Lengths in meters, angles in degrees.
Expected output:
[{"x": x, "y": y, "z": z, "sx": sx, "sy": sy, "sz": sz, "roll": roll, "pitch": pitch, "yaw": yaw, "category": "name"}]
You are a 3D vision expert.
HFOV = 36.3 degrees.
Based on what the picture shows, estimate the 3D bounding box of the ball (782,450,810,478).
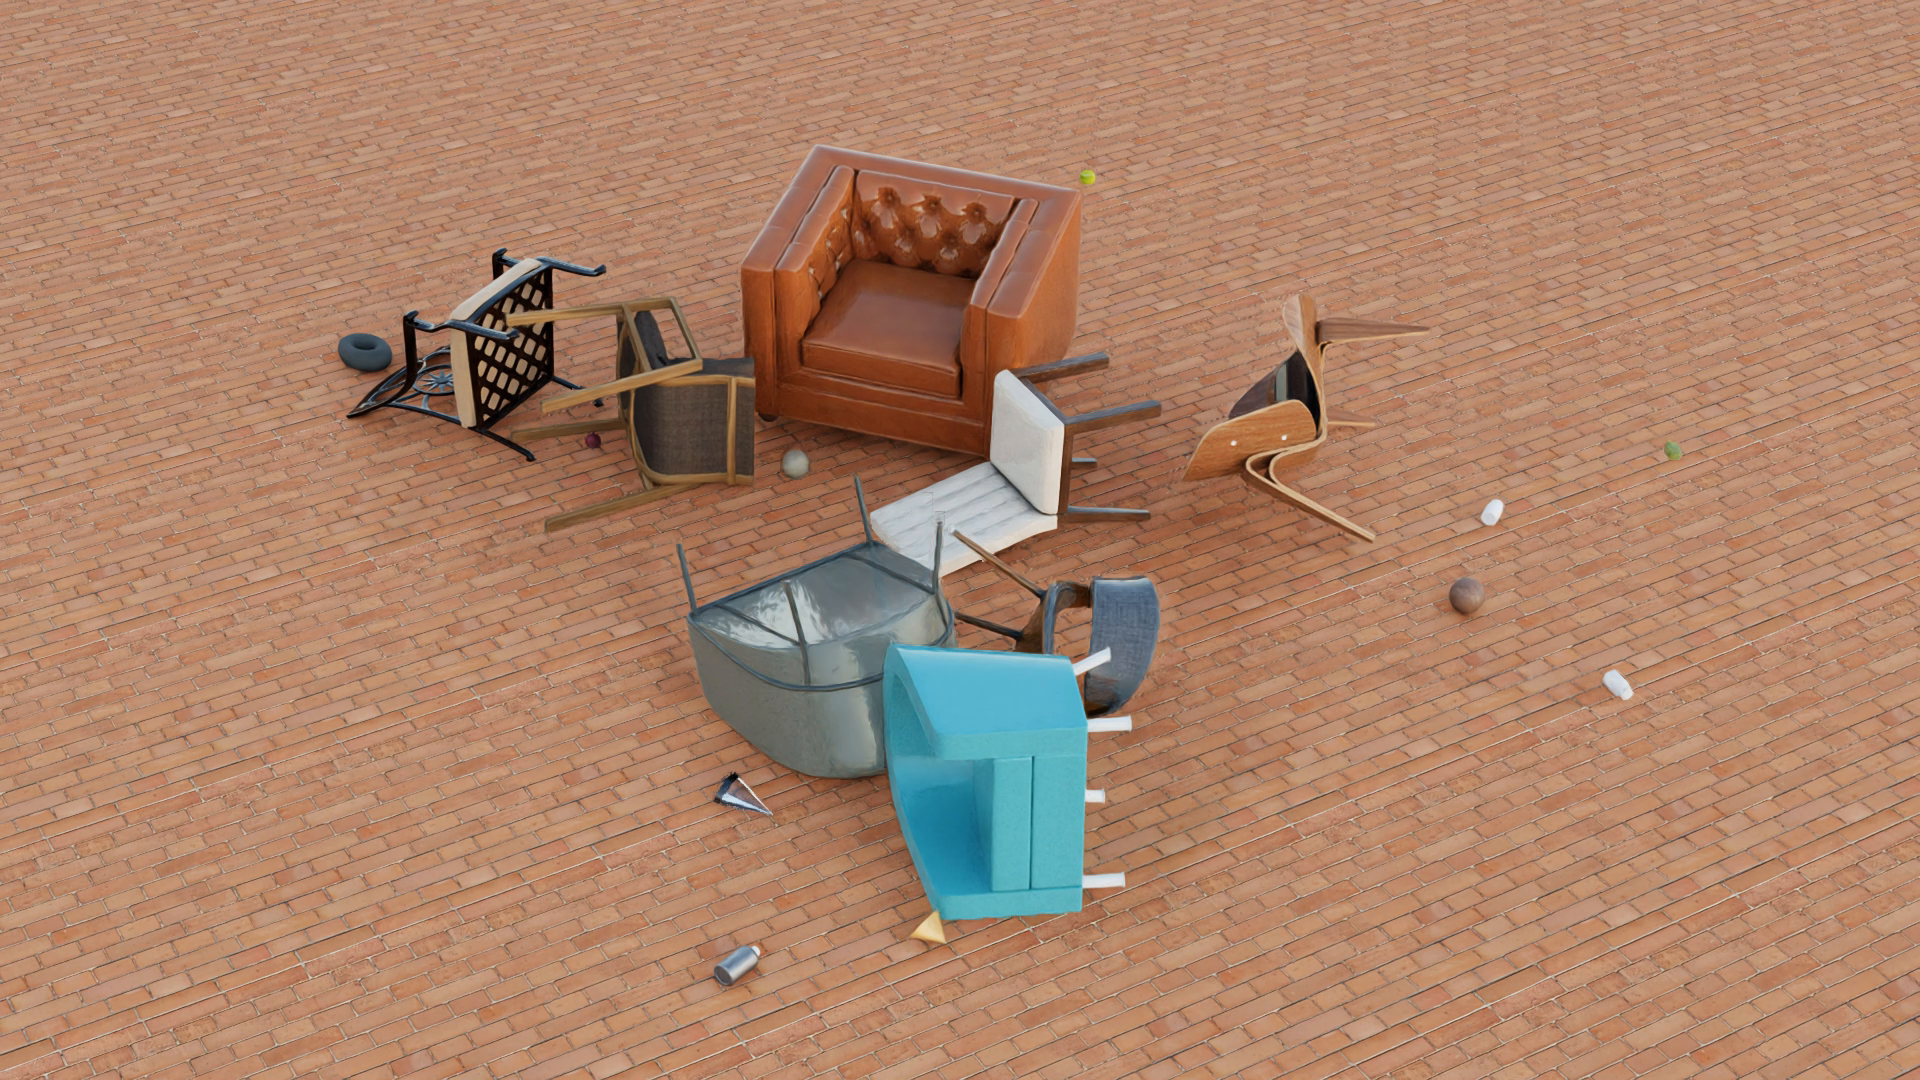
[{"x": -0.633, "y": -0.294, "z": 11.292, "sx": 0.109, "sy": 0.109, "sz": 0.109, "roll": 0, "pitch": 33, "yaw": 0, "category": "ball"}]

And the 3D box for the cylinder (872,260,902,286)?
[{"x": -0.315, "y": -1.148, "z": 12.602, "sx": 0.094, "sy": 0.094, "sz": 0.111, "roll": -17, "pitch": 36, "yaw": -24, "category": "cylinder"}]

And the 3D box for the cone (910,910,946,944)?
[{"x": -0.078, "y": 1.216, "z": 9.059, "sx": 0.092, "sy": 0.085, "sz": 0.172, "roll": 42, "pitch": 27, "yaw": 9, "category": "cone"}]

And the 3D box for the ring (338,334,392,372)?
[{"x": -2.440, "y": -0.770, "z": 12.030, "sx": 0.266, "sy": 0.092, "sz": 0.187, "roll": 26, "pitch": 40, "yaw": 35, "category": "ring"}]

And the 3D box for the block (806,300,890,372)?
[{"x": -0.466, "y": -0.846, "z": 12.107, "sx": 0.264, "sy": 0.133, "sz": 0.302, "roll": -11, "pitch": 35, "yaw": -16, "category": "block"}]
